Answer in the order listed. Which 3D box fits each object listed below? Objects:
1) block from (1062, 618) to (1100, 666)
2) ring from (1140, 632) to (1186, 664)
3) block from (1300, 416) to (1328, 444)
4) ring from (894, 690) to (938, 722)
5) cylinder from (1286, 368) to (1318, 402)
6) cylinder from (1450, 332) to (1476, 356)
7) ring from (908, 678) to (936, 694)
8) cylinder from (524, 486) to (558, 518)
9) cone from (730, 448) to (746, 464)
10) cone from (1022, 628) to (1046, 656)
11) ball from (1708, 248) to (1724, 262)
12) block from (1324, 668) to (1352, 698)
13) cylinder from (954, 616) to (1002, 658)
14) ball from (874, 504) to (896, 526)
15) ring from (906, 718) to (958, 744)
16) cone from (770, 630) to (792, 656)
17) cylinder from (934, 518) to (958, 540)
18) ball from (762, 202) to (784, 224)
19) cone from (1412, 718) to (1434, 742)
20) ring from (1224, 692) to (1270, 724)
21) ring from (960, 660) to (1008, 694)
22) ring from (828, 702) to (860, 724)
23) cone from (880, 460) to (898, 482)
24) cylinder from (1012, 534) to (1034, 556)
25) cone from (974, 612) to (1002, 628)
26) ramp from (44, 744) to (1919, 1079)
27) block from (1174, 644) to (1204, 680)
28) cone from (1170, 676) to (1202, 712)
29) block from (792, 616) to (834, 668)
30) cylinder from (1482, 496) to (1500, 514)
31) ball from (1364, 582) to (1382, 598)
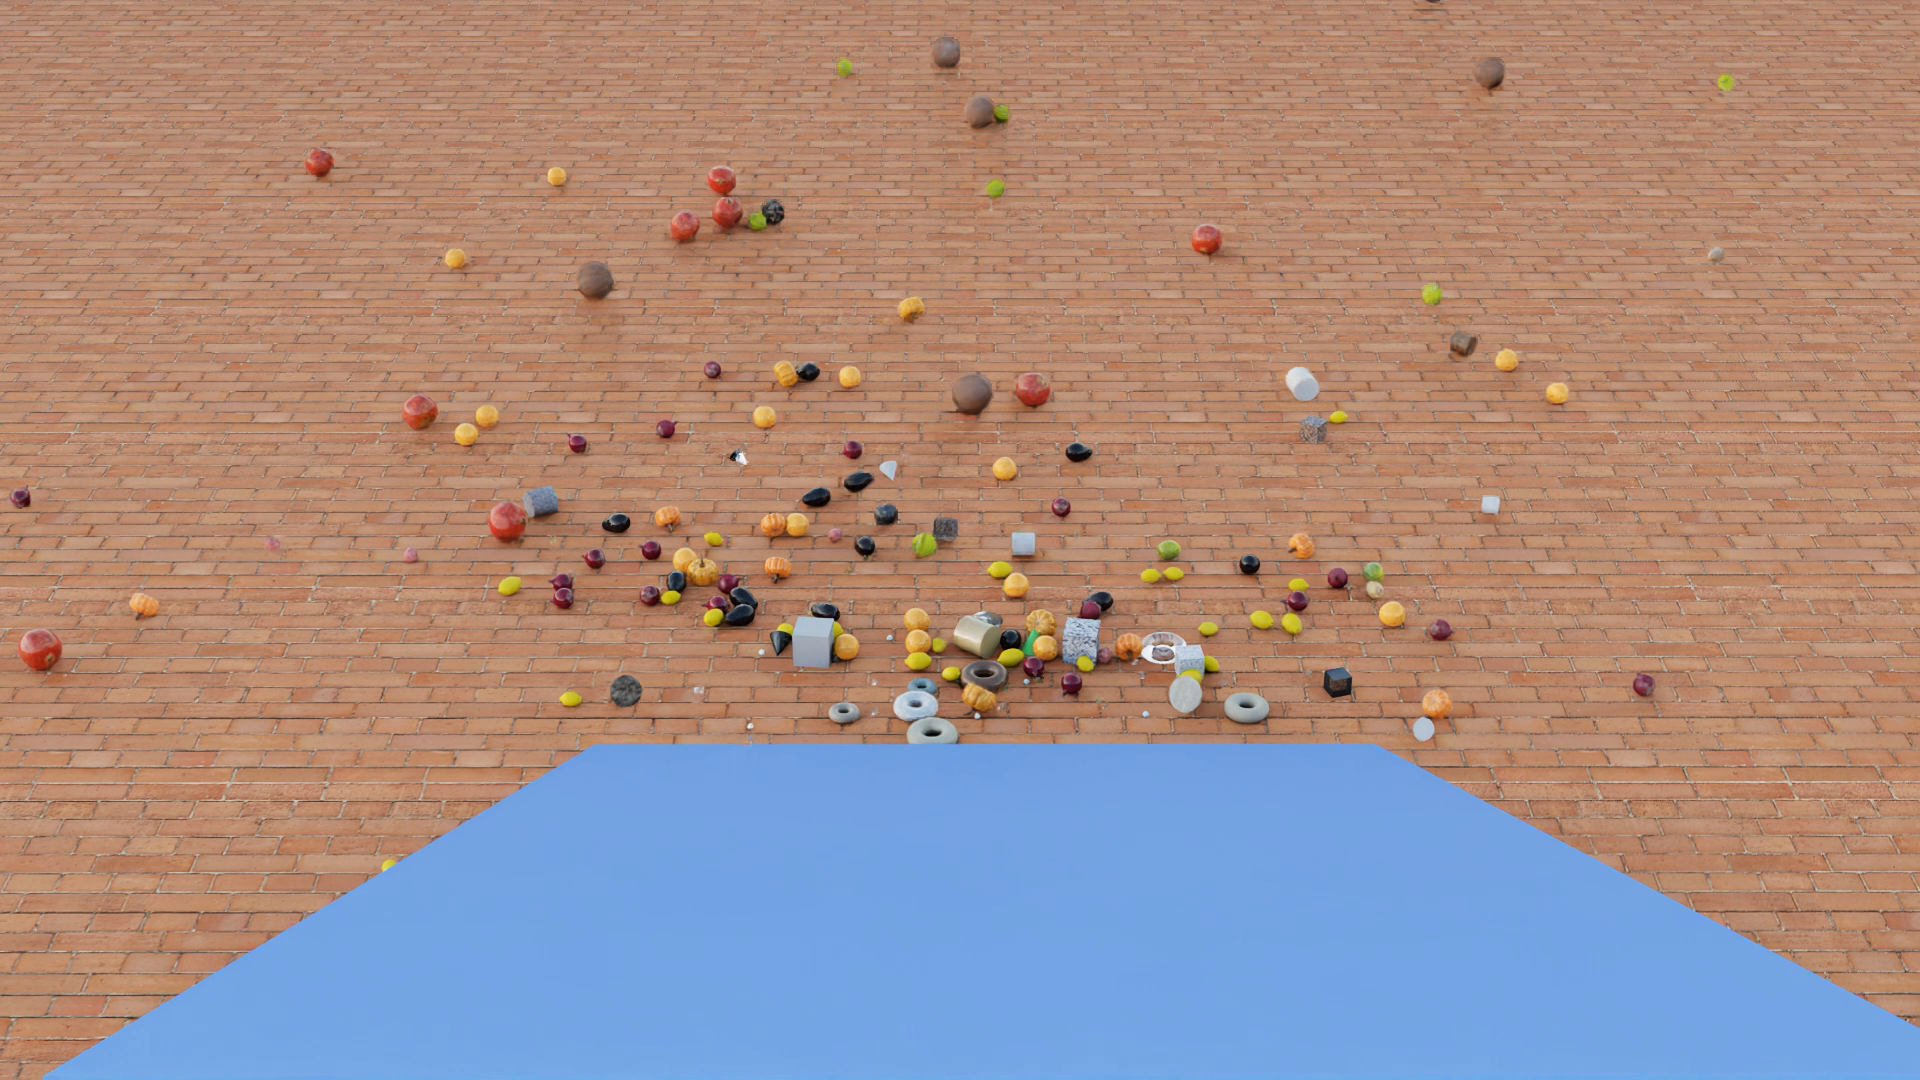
[{"bbox_3d":[0.336,0.281,7.153,0.093,0.093,0.093,5,29,8],"label":"block"},{"bbox_3d":[0.563,0.299,7.172,0.132,0.044,0.132,-1,29,1],"label":"ring"},{"bbox_3d":[1.138,-0.354,8.325,0.064,0.064,0.064,20,35,32],"label":"block"},{"bbox_3d":[-0.118,0.445,6.914,0.121,0.040,0.121,0,31,0],"label":"ring"},{"bbox_3d":[1.137,-0.518,8.596,0.087,0.087,0.087,-6,30,-11],"label":"cylinder"},{"bbox_3d":[1.730,-0.675,8.898,0.067,0.067,0.067,21,35,33],"label":"cylinder"},{"bbox_3d":[-0.103,0.401,7.005,0.079,0.026,0.079,-1,30,1],"label":"ring"},{"bbox_3d":[-1.277,-0.117,7.880,0.081,0.081,0.081,-17,33,-28],"label":"cylinder"},{"bbox_3d":[-0.694,-0.256,8.190,0.052,0.052,0.052,43,44,15],"label":"cone"},{"bbox_3d":[0.206,0.274,7.189,0.070,0.070,0.070,0,29,0],"label":"cone"},{"bbox_3d":[2.808,-1.058,9.599,0.056,0.056,0.056,0,29,0],"label":"ball"},{"bbox_3d":[1.023,0.386,7.003,0.055,0.055,0.055,-10,30,-17],"label":"block"},{"bbox_3d":[0.048,0.269,7.173,0.095,0.095,0.095,21,35,33],"label":"cylinder"},{"bbox_3d":[-0.226,-0.076,7.822,0.066,0.066,0.066,0,29,0],"label":"ball"},{"bbox_3d":[-0.073,0.513,6.785,0.136,0.045,0.136,0,30,0],"label":"ring"},{"bbox_3d":[-0.503,0.297,7.190,0.065,0.065,0.065,4,56,7],"label":"cone"},{"bbox_3d":[-0.043,-0.031,7.745,0.063,0.063,0.063,6,30,10],"label":"cylinder"},{"bbox_3d":[-0.717,-1.255,9.918,0.089,0.089,0.089,0,29,0],"label":"ball"},{"bbox_3d":[1.207,0.498,6.829,0.063,0.063,0.063,-13,5,-22],"label":"cone"},{"bbox_3d":[0.765,0.449,6.906,0.122,0.041,0.122,1,28,-1],"label":"ring"},{"bbox_3d":[0.066,0.372,7.039,0.134,0.045,0.134,-1,30,0],"label":"ring"},{"bbox_3d":[-0.309,0.462,6.896,0.084,0.028,0.084,-1,28,0],"label":"ring"},{"bbox_3d":[-0.217,-0.207,8.099,0.059,0.059,0.059,-9,57,-15],"label":"cone"},{"bbox_3d":[0.187,0.014,7.660,0.066,0.066,0.066,0,29,-1],"label":"cylinder"},{"bbox_3d":[0.073,0.263,7.238,0.092,0.092,0.092,1,56,2],"label":"cone"},{"bbox_3d":[0.065,0.584,4.633,2.000,0.100,4.000,0,0,0],"label":"ramp"},{"bbox_3d":[0.628,0.336,7.079,0.069,0.069,0.069,-3,29,-6],"label":"block"},{"bbox_3d":[0.629,0.415,6.962,0.098,0.098,0.098,20,8,31],"label":"cone"},{"bbox_3d":[-0.404,0.283,7.143,0.100,0.100,0.100,3,29,6],"label":"block"},{"bbox_3d":[1.619,-0.105,7.892,0.050,0.050,0.050,6,30,11],"label":"cylinder"},{"bbox_3d":[1.189,0.144,7.443,0.051,0.051,0.051,0,29,0],"label":"ball"}]
